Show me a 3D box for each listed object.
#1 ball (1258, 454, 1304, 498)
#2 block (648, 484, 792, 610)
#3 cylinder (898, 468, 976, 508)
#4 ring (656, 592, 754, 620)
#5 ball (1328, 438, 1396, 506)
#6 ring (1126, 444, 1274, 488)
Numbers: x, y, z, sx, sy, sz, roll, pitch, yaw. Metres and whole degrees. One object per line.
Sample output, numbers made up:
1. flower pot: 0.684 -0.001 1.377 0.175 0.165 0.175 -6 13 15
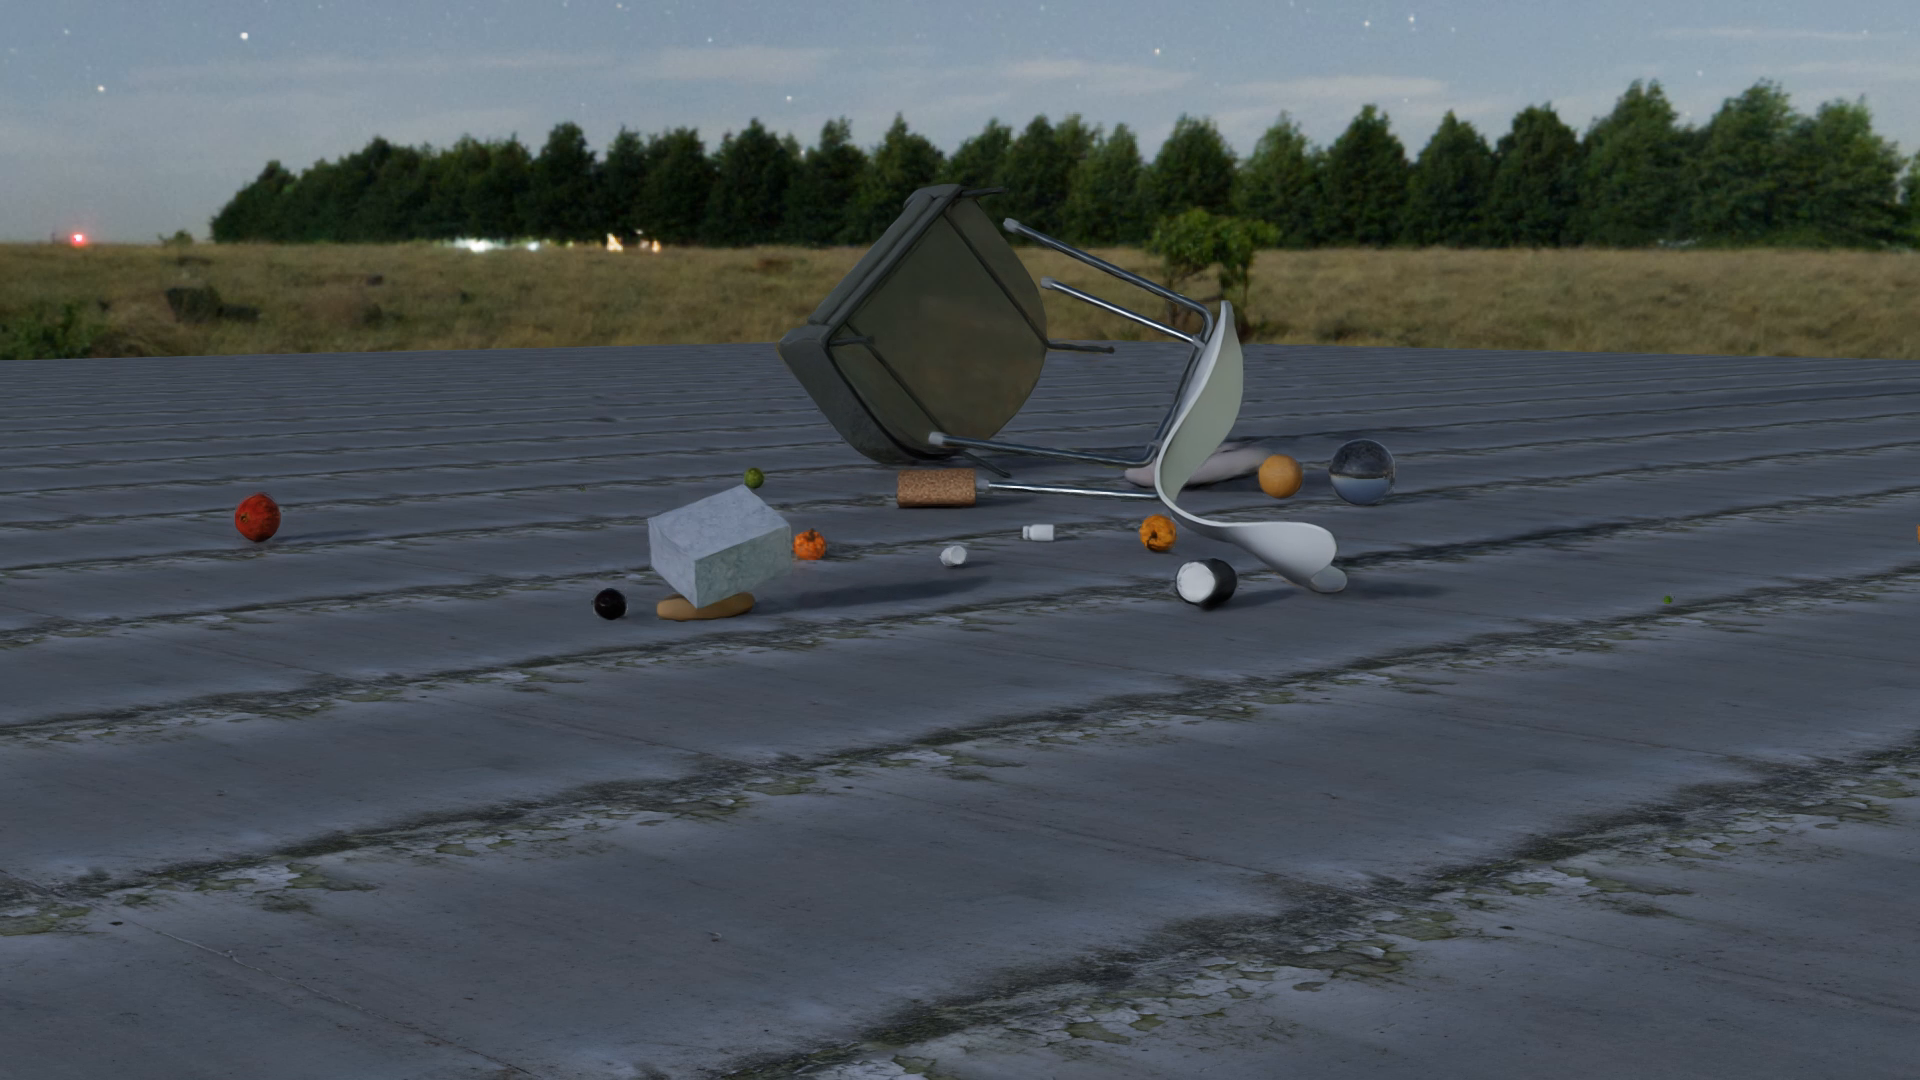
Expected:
1. ball: 0.948 -0.188 7.588 0.133 0.133 0.133 0 6 0
2. block: -0.462 0.011 4.950 0.213 0.112 0.173 -22 40 -29
3. cylinder: -0.066 -0.149 7.344 0.217 0.094 0.235 -1 15 1
4. ring: -0.490 0.126 4.960 0.221 0.045 0.089 -5 13 -40
5. ball: 1.155 -0.195 7.360 0.193 0.193 0.193 0 6 0
6. ring: 0.746 -0.231 7.987 0.490 0.092 0.354 -5 8 29
